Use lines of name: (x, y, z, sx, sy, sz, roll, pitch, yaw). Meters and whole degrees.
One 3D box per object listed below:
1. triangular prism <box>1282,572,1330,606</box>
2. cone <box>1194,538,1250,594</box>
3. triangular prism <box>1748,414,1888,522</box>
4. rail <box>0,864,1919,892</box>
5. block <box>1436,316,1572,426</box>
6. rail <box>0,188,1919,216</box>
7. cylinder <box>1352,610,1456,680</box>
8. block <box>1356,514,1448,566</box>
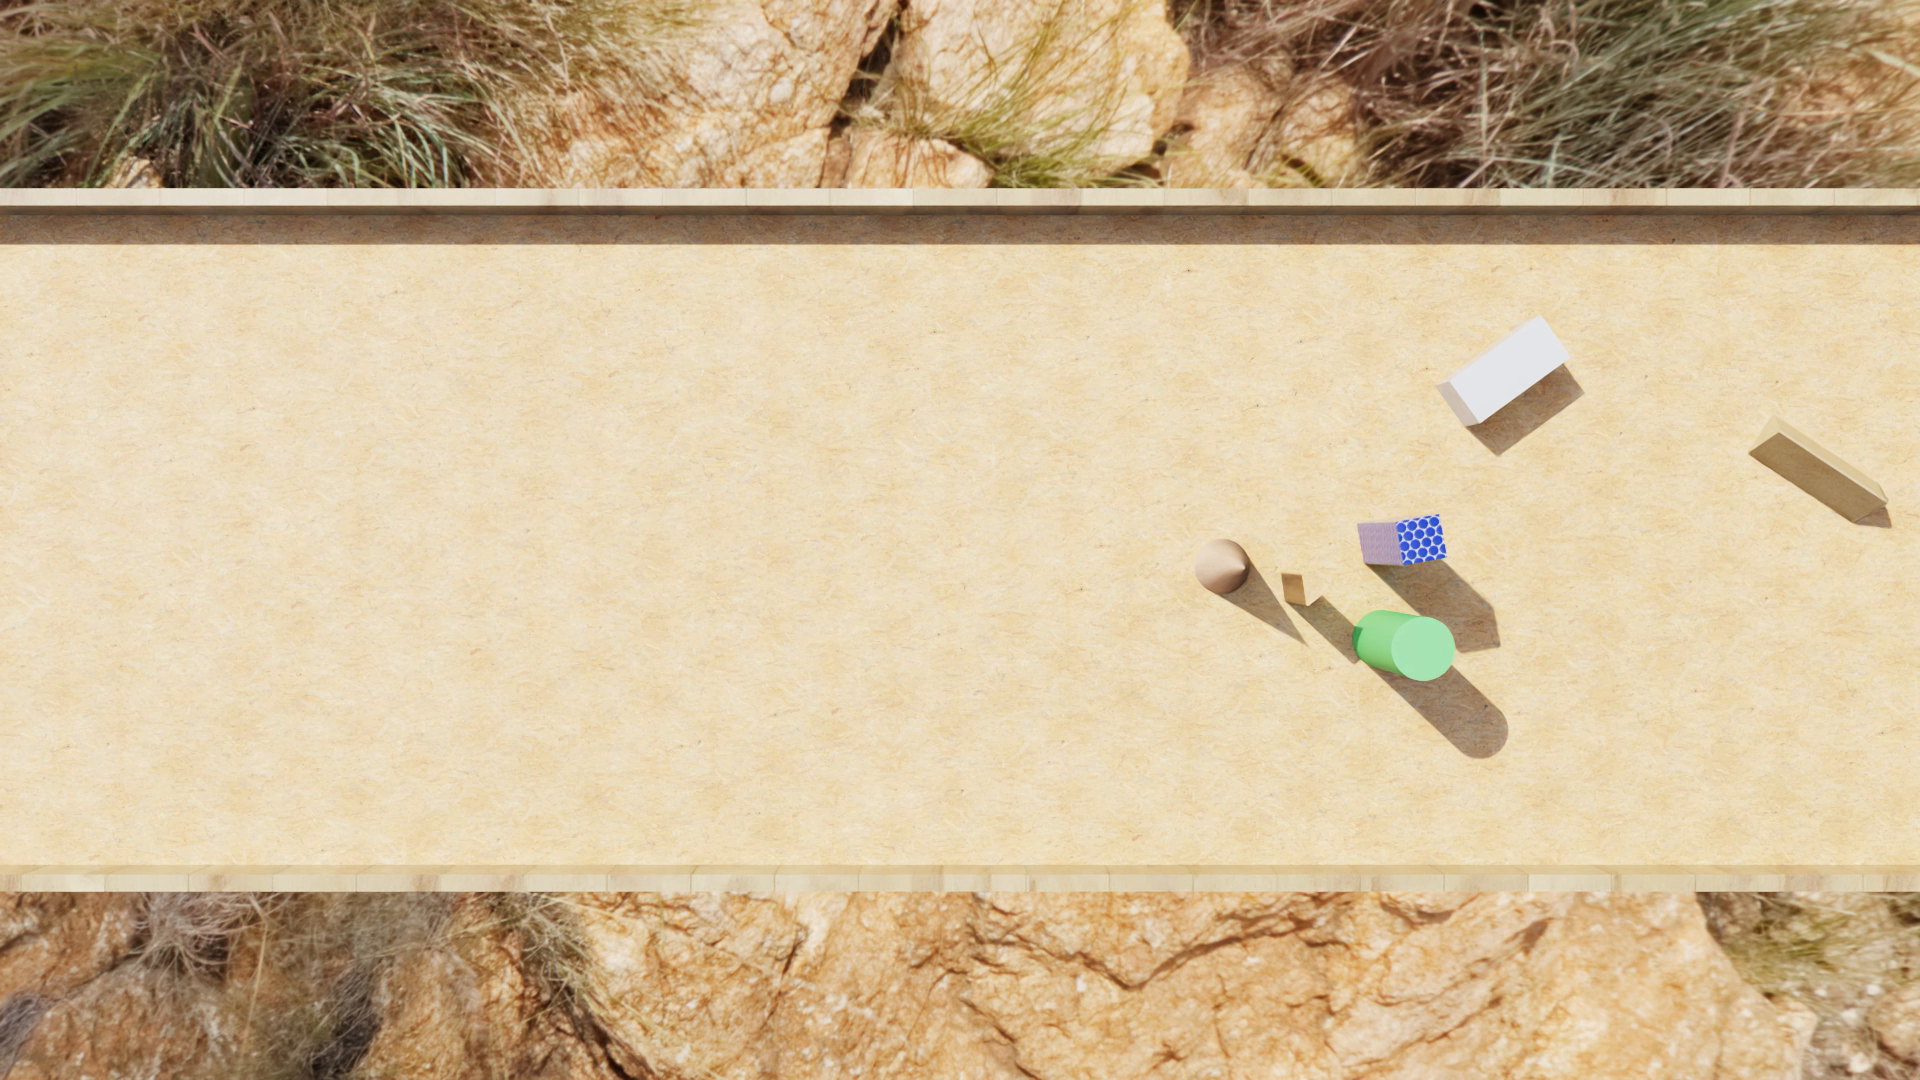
triangular prism: (1.013, 0.130, 4.918, 0.091, 0.316, 0.079, -38, 90, 0)
cone: (0.806, 0.081, 4.870, 0.170, 0.414, 0.170, 0, 90, 0)
triangular prism: (2.624, -0.220, 5.012, 0.391, 0.122, 0.140, 33, 90, 0)
rail: (-2.247, 1.025, 5.001, 12.000, 0.150, 0.050, 0, 90, 0)
block: (1.642, -0.510, 4.999, 0.336, 0.155, 0.155, -36, 90, 0)
rail: (-2.247, -1.025, 5.002, 12.000, 0.150, 0.050, 0, 90, 0)
cylinder: (1.297, 0.305, 4.848, 0.179, 0.457, 0.179, 0, 90, 0)
block: (1.293, -0.001, 4.848, 0.125, 0.456, 0.125, -10, 90, 0)
